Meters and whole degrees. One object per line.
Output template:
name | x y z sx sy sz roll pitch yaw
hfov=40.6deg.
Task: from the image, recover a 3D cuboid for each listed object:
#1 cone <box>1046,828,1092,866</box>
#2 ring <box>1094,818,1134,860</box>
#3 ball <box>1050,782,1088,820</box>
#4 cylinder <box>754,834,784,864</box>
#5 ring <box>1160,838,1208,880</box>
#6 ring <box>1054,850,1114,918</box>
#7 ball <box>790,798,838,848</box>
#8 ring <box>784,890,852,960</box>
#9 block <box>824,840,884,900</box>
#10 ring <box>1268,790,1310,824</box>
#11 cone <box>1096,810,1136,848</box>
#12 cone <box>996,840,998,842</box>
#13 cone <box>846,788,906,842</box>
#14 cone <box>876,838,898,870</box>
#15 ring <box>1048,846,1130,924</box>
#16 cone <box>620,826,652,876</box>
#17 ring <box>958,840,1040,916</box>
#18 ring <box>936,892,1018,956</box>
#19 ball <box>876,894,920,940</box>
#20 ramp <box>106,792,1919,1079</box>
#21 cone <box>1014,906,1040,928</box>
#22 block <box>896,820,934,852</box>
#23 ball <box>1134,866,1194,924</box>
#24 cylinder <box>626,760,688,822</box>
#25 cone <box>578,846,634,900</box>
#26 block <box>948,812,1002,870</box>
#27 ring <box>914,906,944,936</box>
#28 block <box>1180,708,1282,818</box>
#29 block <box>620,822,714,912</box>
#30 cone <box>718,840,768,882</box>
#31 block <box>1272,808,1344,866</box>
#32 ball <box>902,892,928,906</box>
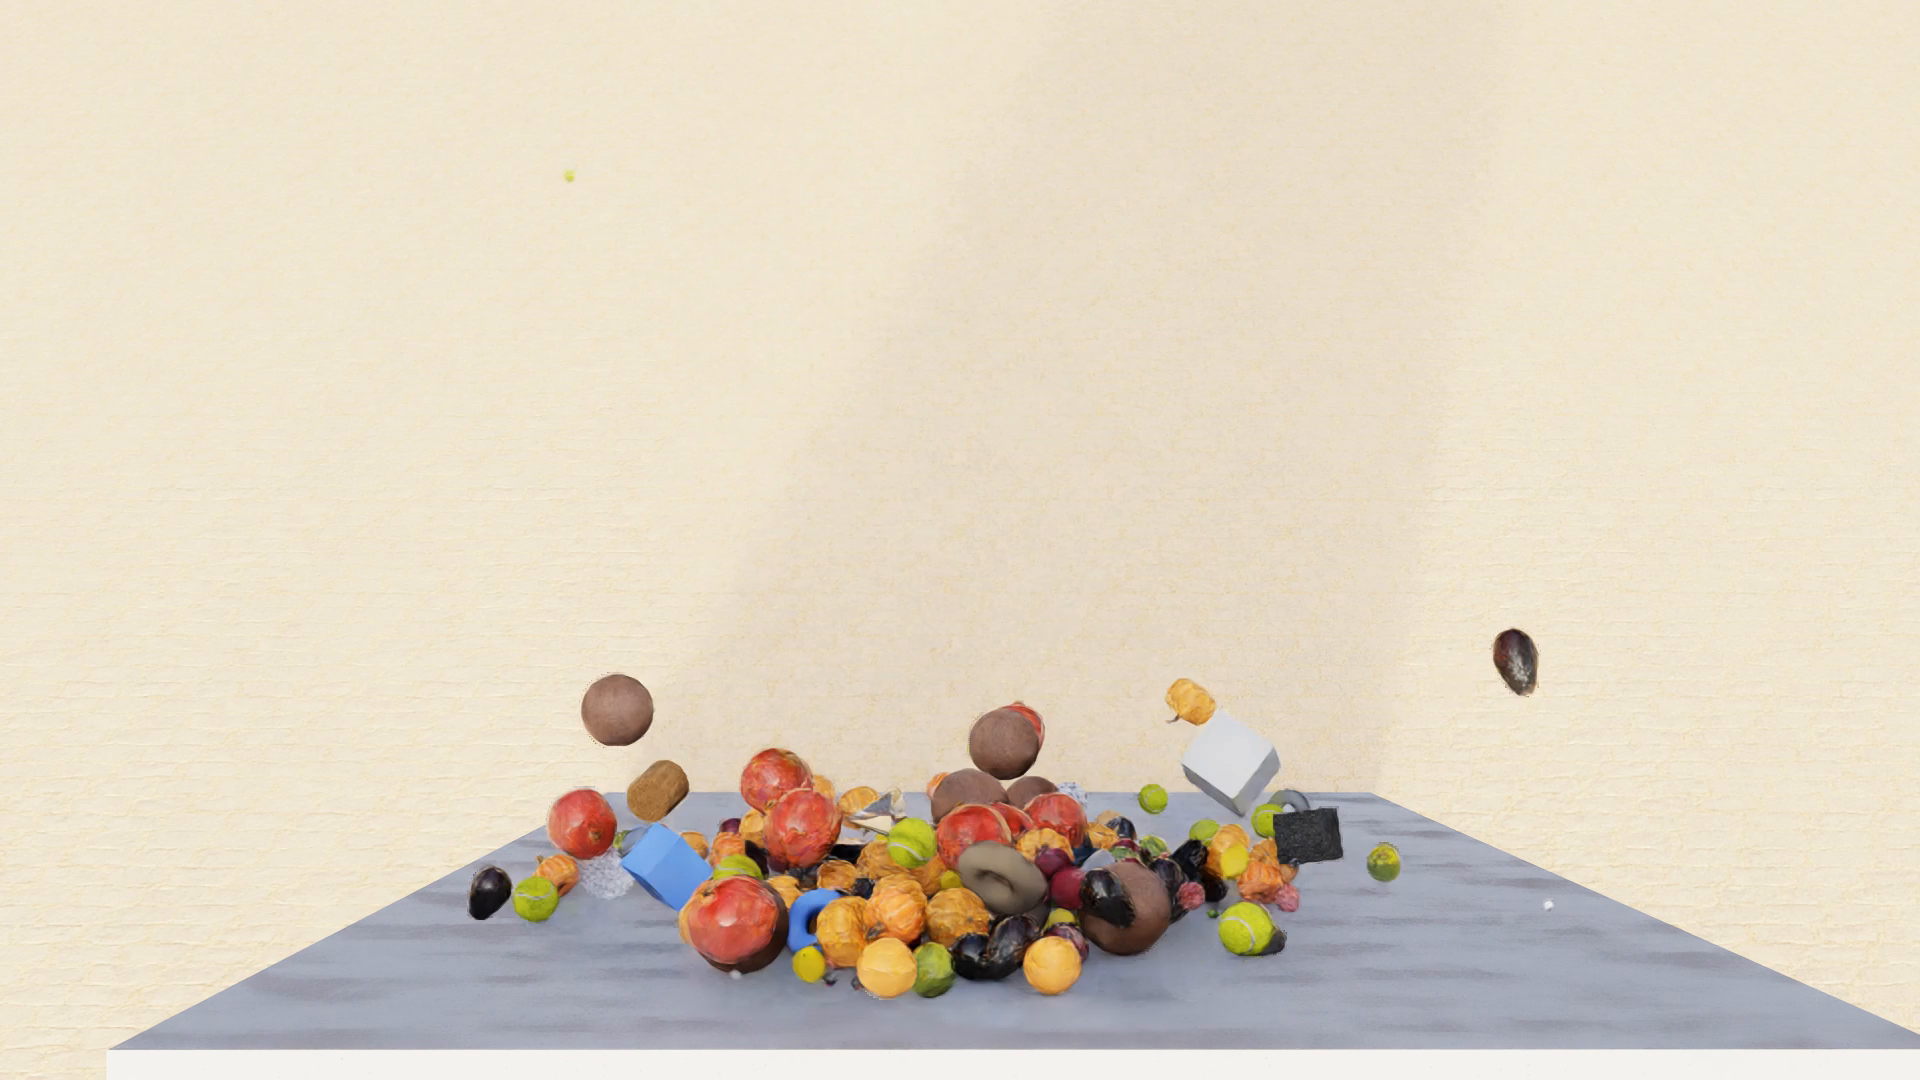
cone | 0.209 0.532 4.549 0.093 0.093 0.093 10 46 -10
ring | 0.287 0.561 4.841 0.033 0.098 0.098 35 27 -22
ball | 0.246 0.593 5.892 0.088 0.088 0.088 0 34 0
cylinder | -0.357 0.579 4.871 0.054 0.054 0.054 -3 -8 0
ring | 0.339 0.535 4.156 0.048 0.143 0.143 46 48 8
ring | 0.178 0.489 3.692 0.038 0.114 0.114 40 44 5
ball | -0.236 0.458 4.201 0.080 0.080 0.080 0 34 0
ring | -0.195 0.527 3.559 0.102 0.034 0.102 -14 56 22
block | -0.176 0.548 4.313 0.090 0.090 0.090 0 -2 5
ring | 0.669 0.551 5.277 0.094 0.094 0.031 16 24 22
cone | 0.287 0.594 5.102 0.091 0.091 0.091 17 32 23
cone | 0.059 0.491 4.028 0.053 0.053 0.053 -5 76 -8
cone | -0.132 0.415 3.893 0.083 0.083 0.083 -6 33 14
cone | -0.136 0.576 4.652 0.062 0.062 0.062 25 39 8
ring | 0.198 0.526 3.965 0.131 0.044 0.131 8 51 -11
cone | -0.519 0.528 4.258 0.096 0.096 0.096 1 9 2
ring | 0.053 0.451 3.461 0.121 0.121 0.040 17 44 23
ring | 0.023 0.522 3.545 0.113 0.113 0.038 -6 40 -8
ball | -0.082 0.499 3.428 0.060 0.060 0.060 0 34 0
ramp | 0.076 0.657 4.808 2.000 0.100 4.000 0 -2 0
cone | 0.068 0.558 3.847 0.075 0.075 0.075 -24 40 -17
block | -0.091 0.588 5.170 0.057 0.057 0.057 1 -2 -24
ball | 0.309 0.537 3.926 0.088 0.088 0.088 0 34 0
cylinder | -0.542 0.450 4.656 0.084 0.084 0.084 12 22 17
cone | -0.602 0.572 4.339 0.096 0.096 0.096 11 58 -18
block | 0.029 0.558 4.805 0.098 0.098 0.098 0 -2 1
ring | -0.054 0.559 3.818 0.118 0.039 0.118 3 -6 0
block | 0.401 0.331 3.837 0.100 0.100 0.100 35 80 24
block | -0.447 0.498 3.959 0.084 0.084 0.084 -49 31 -16
cone | -0.394 0.582 4.580 0.081 0.081 0.081 -29 30 18
block | 0.560 0.477 4.176 0.080 0.080 0.080 -11 -10 28
ball | -0.074 0.555 3.898 0.052 0.052 0.052 0 34 0
